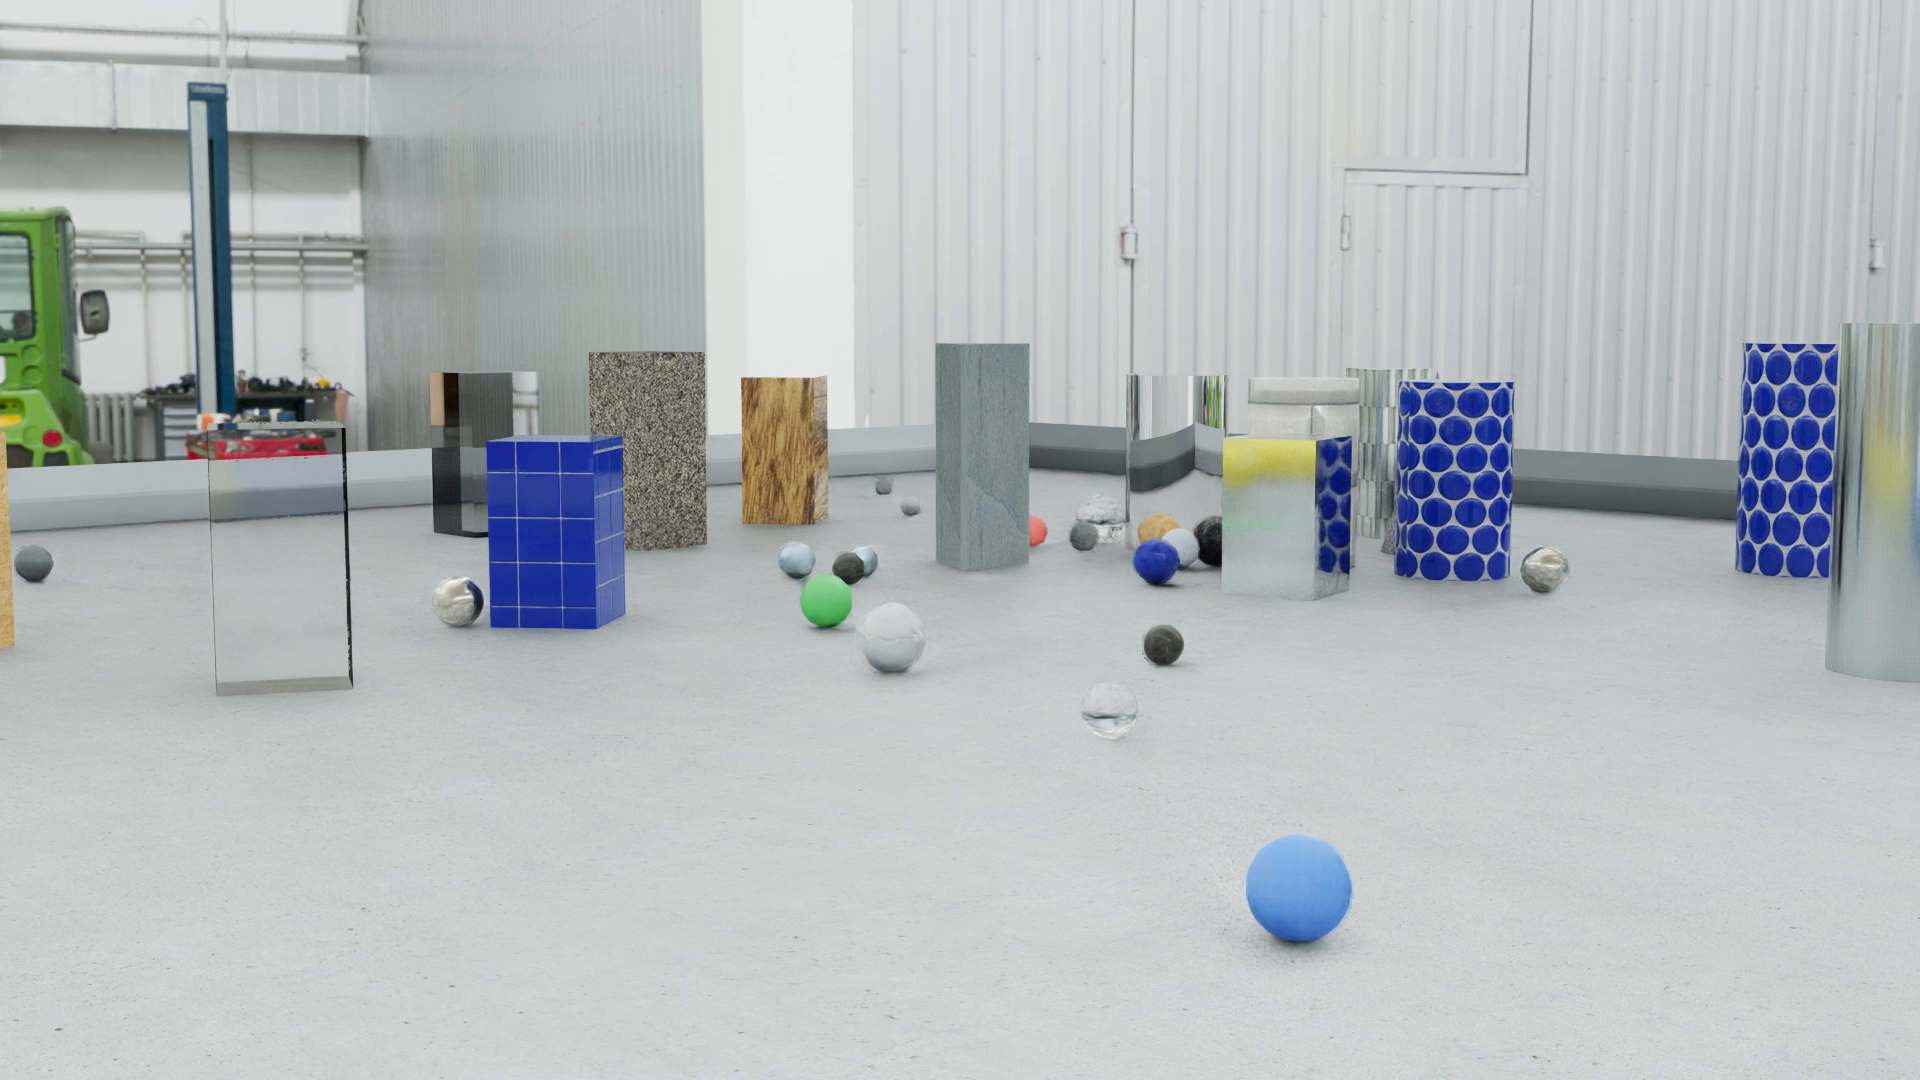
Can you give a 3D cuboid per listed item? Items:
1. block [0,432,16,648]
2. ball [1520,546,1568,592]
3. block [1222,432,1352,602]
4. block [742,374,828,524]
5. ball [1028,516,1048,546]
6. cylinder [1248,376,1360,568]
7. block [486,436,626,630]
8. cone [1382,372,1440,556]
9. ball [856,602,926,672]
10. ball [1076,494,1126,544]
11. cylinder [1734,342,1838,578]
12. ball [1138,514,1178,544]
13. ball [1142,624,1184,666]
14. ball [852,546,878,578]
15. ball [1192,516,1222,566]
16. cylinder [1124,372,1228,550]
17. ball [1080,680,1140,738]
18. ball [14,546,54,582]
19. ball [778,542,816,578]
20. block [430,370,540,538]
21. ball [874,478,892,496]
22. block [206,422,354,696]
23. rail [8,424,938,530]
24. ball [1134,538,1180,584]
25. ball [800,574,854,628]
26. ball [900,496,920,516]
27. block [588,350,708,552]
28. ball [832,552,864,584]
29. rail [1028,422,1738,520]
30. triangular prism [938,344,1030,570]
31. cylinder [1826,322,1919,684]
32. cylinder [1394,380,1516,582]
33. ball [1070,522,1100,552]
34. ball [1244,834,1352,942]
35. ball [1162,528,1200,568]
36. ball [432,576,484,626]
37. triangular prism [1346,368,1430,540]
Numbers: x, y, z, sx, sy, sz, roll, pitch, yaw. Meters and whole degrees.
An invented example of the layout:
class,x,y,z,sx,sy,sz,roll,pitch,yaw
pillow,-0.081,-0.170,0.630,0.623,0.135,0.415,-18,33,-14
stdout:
class,x,y,z,sx,sy,sz,roll,pitch,yaw
block,-1.343,0.004,2.842,0.152,0.283,0.152,1,6,13
ball,0.916,0.047,3.449,0.072,0.072,0.072,0,6,0
block,0.511,-0.039,3.439,0.152,0.245,0.152,4,7,31
block,-0.365,-0.191,4.602,0.152,0.303,0.152,1,6,7
ball,0.134,-0.017,4.117,0.059,0.059,0.059,0,6,0
cylinder,0.592,-0.117,3.807,0.190,0.323,0.190,0,6,0
block,-0.572,-0.014,3.129,0.152,0.260,0.152,1,6,7
cone,0.867,-0.143,4.008,0.190,0.332,0.190,0,6,0
ball,-0.084,0.120,2.691,0.086,0.086,0.086,0,6,0
ball,0.267,-0.041,4.168,0.095,0.095,0.095,0,6,0
cylinder,1.417,-0.139,3.716,0.190,0.386,0.190,0,6,0
ball,0.361,-0.011,3.986,0.075,0.075,0.075,0,6,0
ball,0.254,0.131,2.750,0.051,0.051,0.051,0,6,0
ball,-0.161,0.036,3.646,0.052,0.052,0.052,0,6,0
ball,0.444,0.002,3.806,0.087,0.087,0.087,0,6,0
cylinder,0.404,-0.148,4.099,0.190,0.322,0.190,0,6,0
ball,0.156,0.176,2.282,0.060,0.060,0.060,0,6,0
ball,-1.514,0.038,3.595,0.059,0.059,0.059,0,6,0
ball,-0.269,0.033,3.632,0.060,0.060,0.060,0,6,0
block,-0.940,-0.173,4.357,0.152,0.319,0.152,-6,8,-44
ball,-0.181,-0.127,5.233,0.042,0.042,0.042,0,6,0
block,-0.807,0.017,2.609,0.152,0.307,0.152,-2,6,-18
rail,-1.393,-0.126,4.834,4.170,0.123,0.045,-6,8,-42
ball,0.318,0.034,3.558,0.074,0.074,0.074,0,6,0
ball,-0.187,0.085,3.077,0.074,0.074,0.074,0,6,0
ball,-0.106,-0.074,4.722,0.044,0.044,0.044,0,6,0
block,-0.585,-0.171,4.128,0.152,0.362,0.152,5,8,40
ball,-0.180,0.046,3.549,0.053,0.053,0.053,0,6,0
rail,1.515,-0.115,4.722,0.045,0.123,4.156,-6,8,-42
triangular prism,0.012,-0.150,3.827,0.143,0.383,0.165,6,8,44
cylinder,1.167,-0.051,2.687,0.190,0.426,0.190,0,6,0
cylinder,0.826,-0.104,3.675,0.190,0.324,0.190,0,6,0
ball,0.228,-0.007,4.037,0.055,0.055,0.055,0,6,0
ball,0.239,0.246,1.552,0.074,0.074,0.074,0,6,0
ball,0.375,0.015,3.768,0.069,0.069,0.069,0,6,0
ball,-0.703,0.086,3.079,0.072,0.072,0.072,0,6,0
triangular prism,0.817,-0.175,4.337,0.165,0.326,0.143,-6,8,-43
